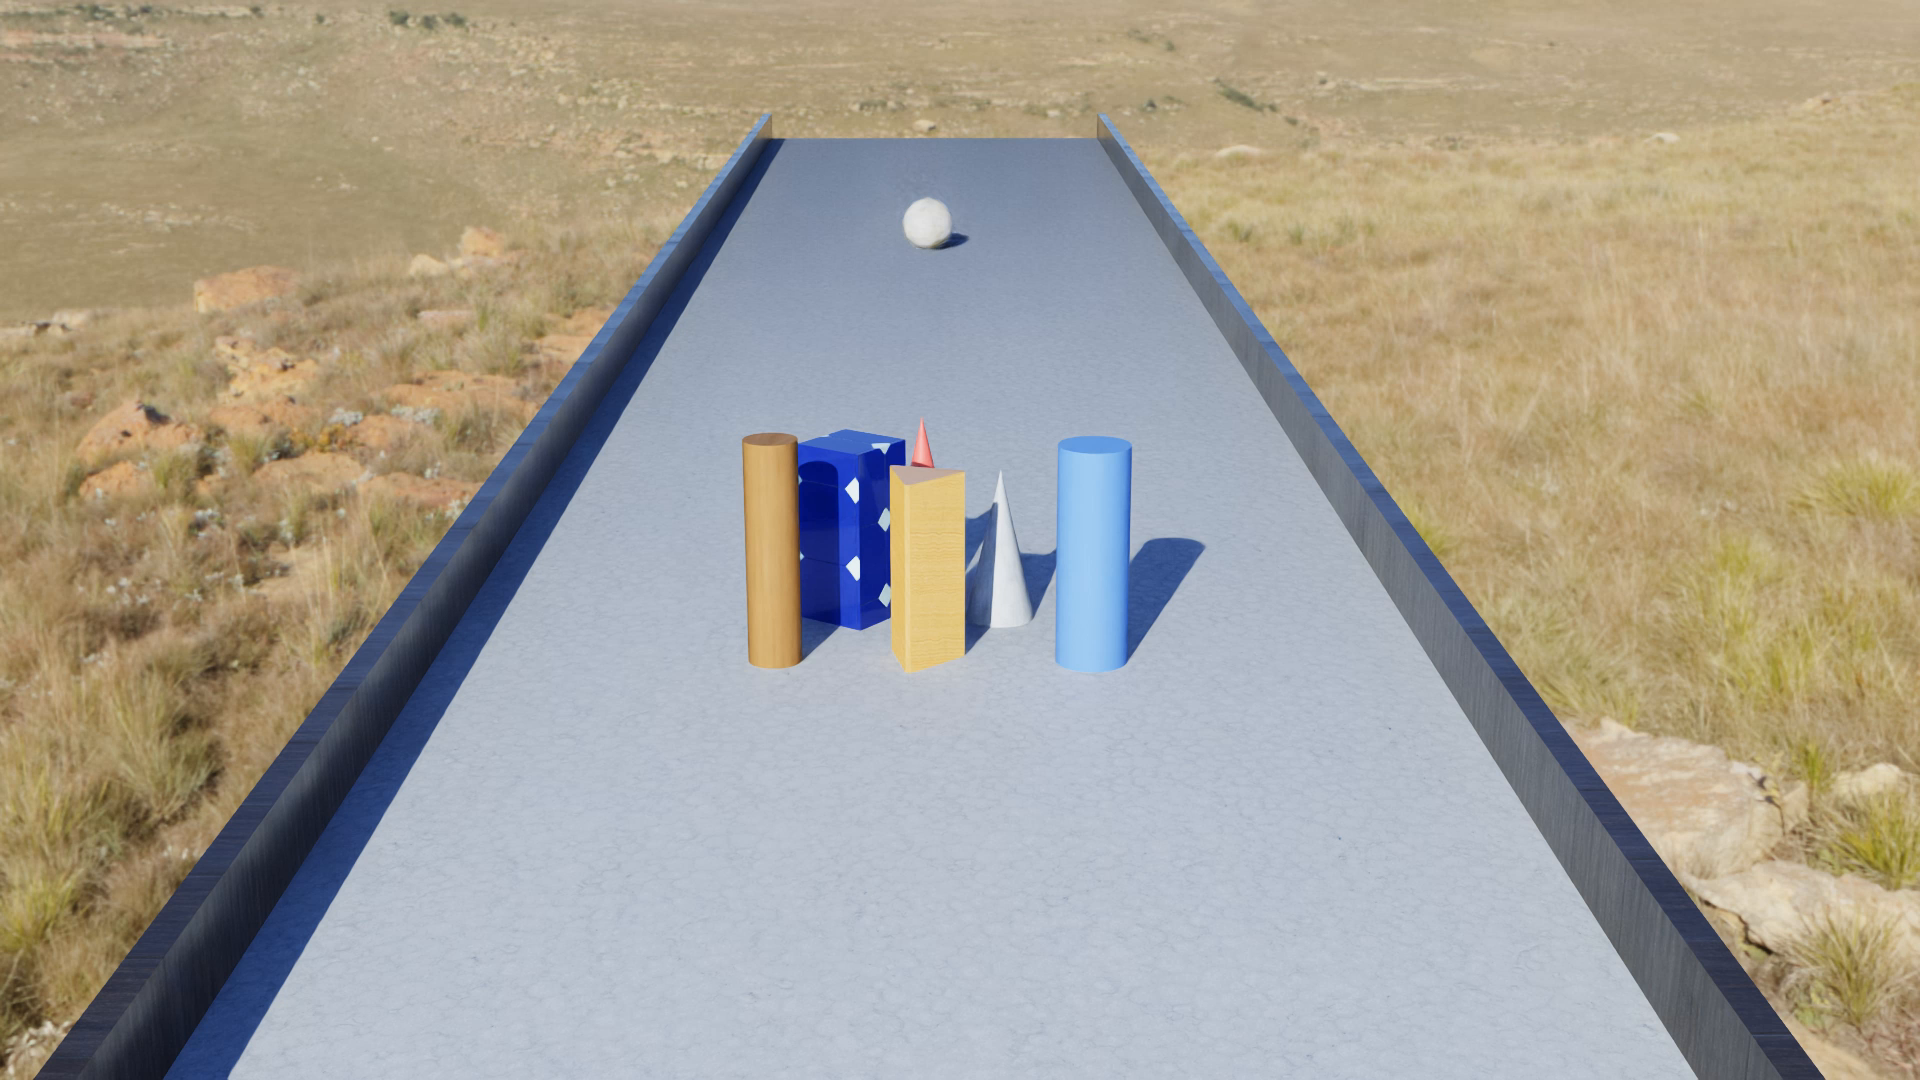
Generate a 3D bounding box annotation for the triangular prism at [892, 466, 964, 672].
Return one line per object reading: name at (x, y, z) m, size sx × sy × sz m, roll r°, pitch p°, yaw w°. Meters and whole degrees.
triangular prism at (-0.092, 0.050, 4.384) m, size 0.153 × 0.385 × 0.133 m, roll -15°, pitch 22°, yaw -41°

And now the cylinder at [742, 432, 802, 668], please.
cylinder at (-0.371, 0.022, 4.353) m, size 0.108 × 0.456 × 0.108 m, roll 0°, pitch 17°, yaw 0°

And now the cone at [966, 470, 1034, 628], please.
cone at (0.085, 0.008, 4.634) m, size 0.146 × 0.323 × 0.146 m, roll 0°, pitch 17°, yaw 0°

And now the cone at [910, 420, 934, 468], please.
cone at (-0.083, -0.093, 4.886) m, size 0.173 × 0.373 × 0.173 m, roll 0°, pitch 17°, yaw 0°

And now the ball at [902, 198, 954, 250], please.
ball at (-0.136, -1.352, 9.393) m, size 0.216 × 0.216 × 0.216 m, roll 0°, pitch 17°, yaw 0°

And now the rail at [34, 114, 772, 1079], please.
rail at (-1.118, -0.838, 7.780) m, size 0.050 × 0.150 × 12.000 m, roll 0°, pitch 17°, yaw -1°

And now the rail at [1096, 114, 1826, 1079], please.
rail at (0.932, -0.844, 7.801) m, size 0.050 × 0.150 × 12.000 m, roll 0°, pitch 17°, yaw -1°

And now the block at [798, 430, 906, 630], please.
block at (-0.226, -0.024, 4.642) m, size 0.161 × 0.379 × 0.161 m, roll 11°, pitch 20°, yaw 34°

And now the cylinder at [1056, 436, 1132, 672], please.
cylinder at (0.263, 0.028, 4.352) m, size 0.145 × 0.446 × 0.145 m, roll 0°, pitch 17°, yaw 0°
